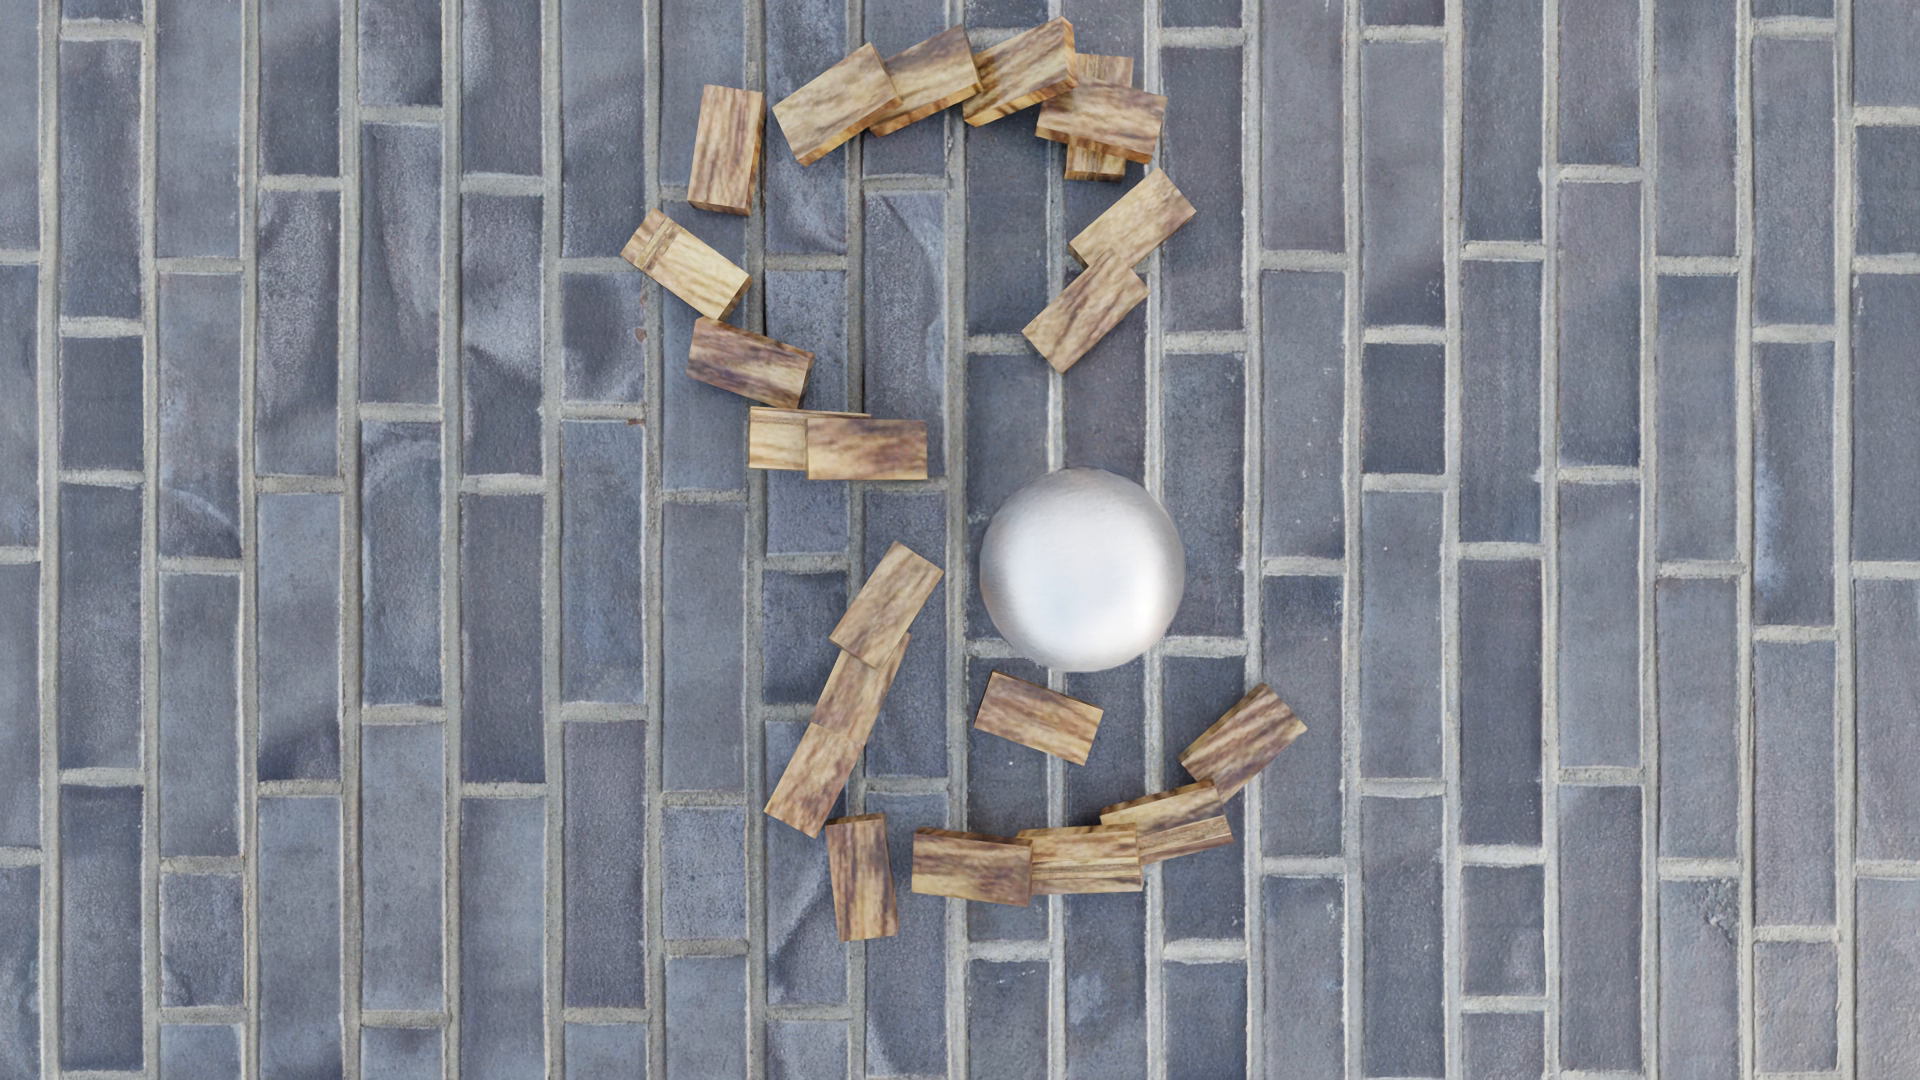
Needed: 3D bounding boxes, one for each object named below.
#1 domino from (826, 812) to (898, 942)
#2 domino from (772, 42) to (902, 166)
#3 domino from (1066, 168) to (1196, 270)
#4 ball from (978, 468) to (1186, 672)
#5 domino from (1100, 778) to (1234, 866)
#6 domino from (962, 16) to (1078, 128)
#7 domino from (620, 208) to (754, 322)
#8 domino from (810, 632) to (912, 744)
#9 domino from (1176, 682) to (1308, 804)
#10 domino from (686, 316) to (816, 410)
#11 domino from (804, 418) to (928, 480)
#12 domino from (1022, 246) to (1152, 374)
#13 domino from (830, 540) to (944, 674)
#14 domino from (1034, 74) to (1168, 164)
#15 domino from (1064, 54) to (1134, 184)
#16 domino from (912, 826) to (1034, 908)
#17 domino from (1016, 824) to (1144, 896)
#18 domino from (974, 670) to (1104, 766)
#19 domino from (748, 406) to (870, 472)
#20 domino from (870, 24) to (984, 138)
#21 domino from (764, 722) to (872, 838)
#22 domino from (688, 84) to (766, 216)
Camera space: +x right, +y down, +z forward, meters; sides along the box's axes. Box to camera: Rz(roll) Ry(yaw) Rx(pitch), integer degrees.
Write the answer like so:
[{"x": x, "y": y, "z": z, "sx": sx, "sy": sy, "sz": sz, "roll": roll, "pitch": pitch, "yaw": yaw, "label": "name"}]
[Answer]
[{"x": -0.042, "y": 0.145, "z": 0.395, "sx": 0.025, "sy": 0.010, "sz": 0.050, "roll": -7, "pitch": 90, "yaw": 0, "label": "domino"}, {"x": -0.052, "y": -0.184, "z": 0.388, "sx": 0.050, "sy": 0.010, "sz": 0.025, "roll": -26, "pitch": 90, "yaw": 16, "label": "domino"}, {"x": 0.074, "y": -0.133, "z": 0.395, "sx": 0.050, "sy": 0.009, "sz": 0.025, "roll": -40, "pitch": 90, "yaw": 0, "label": "domino"}, {"x": 0.047, "y": 0.012, "z": 0.360, "sx": 0.080, "sy": 0.080, "sz": 0.080, "roll": 0, "pitch": 90, "yaw": 0, "label": "ball"}, {"x": 0.088, "y": 0.121, "z": 0.390, "sx": 0.050, "sy": 0.010, "sz": 0.025, "roll": -19, "pitch": 90, "yaw": 13, "label": "domino"}, {"x": 0.024, "y": -0.194, "z": 0.382, "sx": 0.050, "sy": 0.010, "sz": 0.025, "roll": -5, "pitch": 90, "yaw": 35, "label": "domino"}, {"x": -0.118, "y": -0.117, "z": 0.395, "sx": 0.050, "sy": 0.010, "sz": 0.025, "roll": 36, "pitch": 90, "yaw": 0, "label": "domino"}, {"x": -0.042, "y": 0.059, "z": 0.390, "sx": 0.025, "sy": 0.009, "sz": 0.050, "roll": 23, "pitch": 77, "yaw": 0, "label": "domino"}, {"x": 0.121, "y": 0.088, "z": 0.395, "sx": 0.050, "sy": 0.010, "sz": 0.025, "roll": -42, "pitch": 90, "yaw": 0, "label": "domino"}, {"x": -0.089, "y": -0.075, "z": 0.391, "sx": 0.050, "sy": 0.009, "sz": 0.025, "roll": 19, "pitch": 114, "yaw": 0, "label": "domino"}, {"x": -0.039, "y": -0.038, "z": 0.386, "sx": 0.050, "sy": 0.009, "sz": 0.025, "roll": -1, "pitch": 91, "yaw": -17, "label": "domino"}, {"x": 0.053, "y": -0.097, "z": 0.389, "sx": 0.050, "sy": 0.010, "sz": 0.025, "roll": -42, "pitch": 90, "yaw": 14, "label": "domino"}, {"x": -0.031, "y": 0.028, "z": 0.388, "sx": 0.025, "sy": 0.009, "sz": 0.050, "roll": 32, "pitch": 74, "yaw": 3, "label": "domino"}, {"x": 0.059, "y": -0.178, "z": 0.386, "sx": 0.050, "sy": 0.010, "sz": 0.025, "roll": 14, "pitch": 90, "yaw": 0, "label": "domino"}, {"x": 0.060, "y": -0.182, "z": 0.395, "sx": 0.025, "sy": 0.010, "sz": 0.050, "roll": 4, "pitch": 90, "yaw": 0, "label": "domino"}, {"x": 0.005, "y": 0.139, "z": 0.390, "sx": 0.050, "sy": 0.009, "sz": 0.025, "roll": 2, "pitch": 90, "yaw": 13, "label": "domino"}, {"x": 0.051, "y": 0.136, "z": 0.389, "sx": 0.050, "sy": 0.010, "sz": 0.025, "roll": -8, "pitch": 90, "yaw": 15, "label": "domino"}, {"x": 0.034, "y": 0.076, "z": 0.395, "sx": 0.050, "sy": 0.010, "sz": 0.025, "roll": 19, "pitch": 90, "yaw": 0, "label": "domino"}, {"x": -0.064, "y": -0.042, "z": 0.388, "sx": 0.050, "sy": 0.009, "sz": 0.025, "roll": 1, "pitch": 90, "yaw": -17, "label": "domino"}, {"x": -0.018, "y": -0.194, "z": 0.388, "sx": 0.050, "sy": 0.010, "sz": 0.025, "roll": -17, "pitch": 90, "yaw": 17, "label": "domino"}, {"x": -0.061, "y": 0.099, "z": 0.395, "sx": 0.025, "sy": 0.009, "sz": 0.050, "roll": 28, "pitch": 90, "yaw": 0, "label": "domino"}, {"x": -0.100, "y": -0.168, "z": 0.395, "sx": 0.025, "sy": 0.009, "sz": 0.050, "roll": 9, "pitch": 90, "yaw": 0, "label": "domino"}]
